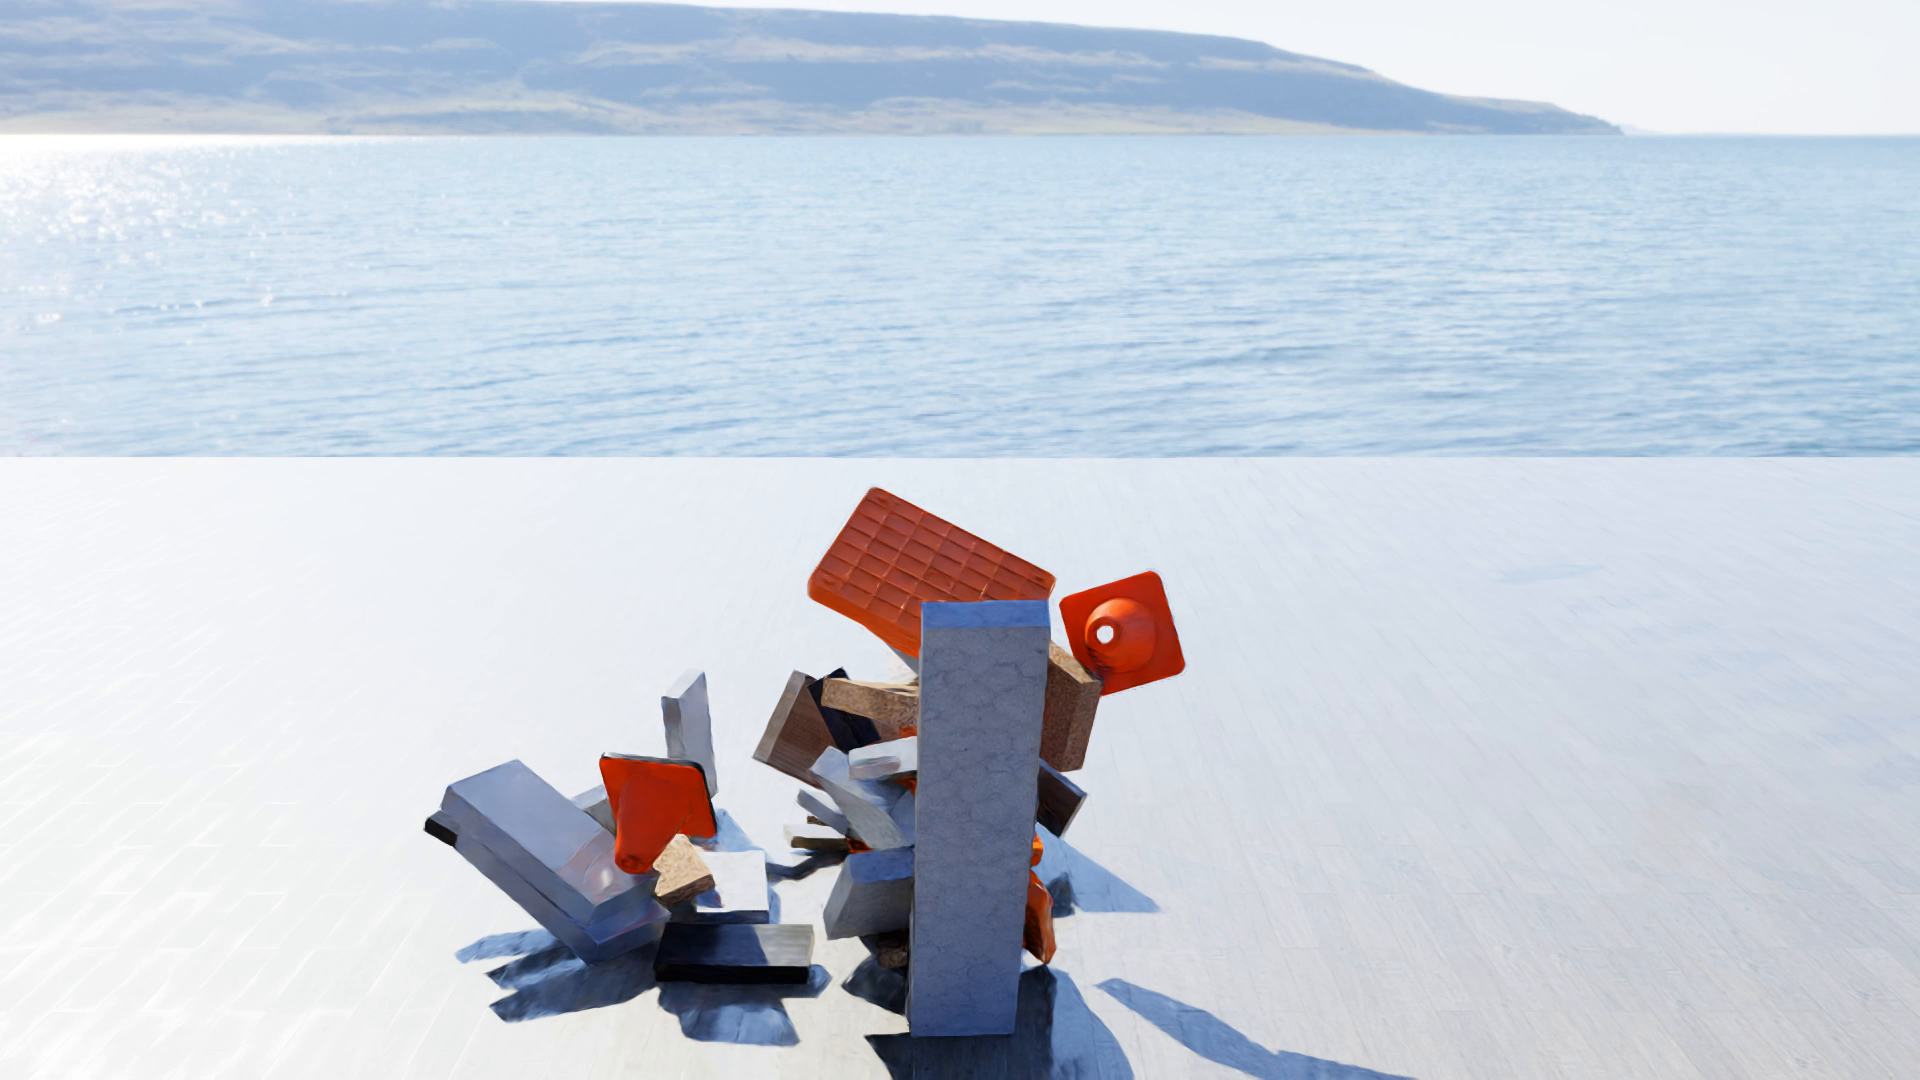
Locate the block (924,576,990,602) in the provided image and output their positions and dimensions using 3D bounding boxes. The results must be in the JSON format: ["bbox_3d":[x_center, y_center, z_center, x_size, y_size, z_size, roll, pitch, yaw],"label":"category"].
[{"bbox_3d":[-0.004,0.280,4.174,0.126,0.425,0.036,0,10,0],"label":"block"}]

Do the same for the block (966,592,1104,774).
[{"bbox_3d":[0.103,0.228,3.578,0.046,0.161,0.321,-4,27,-36],"label":"block"}]

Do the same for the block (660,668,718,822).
[{"bbox_3d":[-0.499,0.379,4.065,0.036,0.251,0.126,2,21,16],"label":"block"}]

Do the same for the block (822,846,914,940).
[{"bbox_3d":[-0.100,0.495,3.097,0.150,0.043,0.301,-6,-23,-13],"label":"block"}]

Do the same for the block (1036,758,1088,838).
[{"bbox_3d":[0.130,0.431,3.868,0.182,0.091,0.026,37,25,21],"label":"block"}]

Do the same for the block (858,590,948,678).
[{"bbox_3d":[-0.035,0.153,3.352,0.145,0.041,0.291,8,16,-26],"label":"block"}]

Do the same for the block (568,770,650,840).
[{"bbox_3d":[-0.644,0.493,3.837,0.036,0.126,0.251,29,20,18],"label":"block"}]

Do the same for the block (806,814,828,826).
[{"bbox_3d":[-0.201,0.508,4.053,0.076,0.022,0.152,9,14,41],"label":"block"}]

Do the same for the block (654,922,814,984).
[{"bbox_3d":[-0.340,0.626,3.328,0.228,0.032,0.114,0,22,2],"label":"block"}]

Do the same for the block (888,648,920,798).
[{"bbox_3d":[-0.058,0.344,3.491,0.046,0.321,0.161,-12,21,1],"label":"block"}]

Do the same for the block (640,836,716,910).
[{"bbox_3d":[-0.470,0.548,3.628,0.092,0.026,0.184,-23,19,-14],"label":"block"}]

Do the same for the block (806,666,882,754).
[{"bbox_3d":[-0.172,0.257,3.273,0.061,0.122,0.017,-30,-15,4],"label":"block"}]

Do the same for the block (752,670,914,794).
[{"bbox_3d":[-0.178,0.353,3.663,0.321,0.161,0.046,30,-9,-34],"label":"block"}]

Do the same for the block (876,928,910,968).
[{"bbox_3d":[-0.071,0.585,3.201,0.095,0.027,0.191,-6,1,-1],"label":"block"}]

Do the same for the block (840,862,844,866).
[{"bbox_3d":[-0.083,0.552,3.549,0.228,0.114,0.032,-9,-2,-40],"label":"block"}]

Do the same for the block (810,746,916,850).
[{"bbox_3d":[-0.077,0.446,3.219,0.162,0.365,0.046,23,66,39],"label":"block"}]

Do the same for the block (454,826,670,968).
[{"bbox_3d":[-0.628,0.539,3.472,0.323,0.046,0.162,33,26,26],"label":"block"}]

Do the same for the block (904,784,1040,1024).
[{"bbox_3d":[0.011,0.491,2.971,0.150,0.518,0.043,-1,45,-5],"label":"block"}]

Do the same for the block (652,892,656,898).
[{"bbox_3d":[-0.530,0.579,3.679,0.062,0.018,0.124,4,11,23],"label":"block"}]

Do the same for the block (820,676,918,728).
[{"bbox_3d":[-0.075,0.232,3.103,0.145,0.041,0.291,7,-2,-24],"label":"block"}]

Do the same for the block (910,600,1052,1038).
[{"bbox_3d":[0.016,0.383,2.802,0.145,0.852,0.041,-1,46,-4],"label":"block"}]

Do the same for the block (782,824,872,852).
[{"bbox_3d":[-0.231,0.527,3.891,0.152,0.022,0.076,5,9,-17],"label":"block"}]

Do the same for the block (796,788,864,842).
[{"bbox_3d":[-0.193,0.466,3.694,0.092,0.026,0.184,17,3,-33],"label":"block"}]

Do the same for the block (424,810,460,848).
[{"bbox_3d":[-0.720,0.516,3.572,0.302,0.026,0.092,27,20,13],"label":"block"}]

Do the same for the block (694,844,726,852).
[{"bbox_3d":[-0.436,0.559,3.779,0.076,0.022,0.152,-2,11,-12],"label":"block"}]

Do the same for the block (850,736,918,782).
[{"bbox_3d":[-0.031,0.292,2.929,0.150,0.043,0.301,3,-10,-20],"label":"block"}]

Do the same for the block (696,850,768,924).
[{"bbox_3d":[-0.375,0.573,3.607,0.114,0.032,0.228,-1,16,-7],"label":"block"}]

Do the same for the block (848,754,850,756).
[{"bbox_3d":[-0.125,0.314,3.182,0.061,0.017,0.122,-4,-10,-33],"label":"block"}]

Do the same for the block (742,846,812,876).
[{"bbox_3d":[-0.325,0.556,3.806,0.124,0.018,0.062,6,12,28],"label":"block"}]

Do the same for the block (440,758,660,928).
[{"bbox_3d":[-0.645,0.474,3.462,0.323,0.046,0.162,34,25,20],"label":"block"}]
